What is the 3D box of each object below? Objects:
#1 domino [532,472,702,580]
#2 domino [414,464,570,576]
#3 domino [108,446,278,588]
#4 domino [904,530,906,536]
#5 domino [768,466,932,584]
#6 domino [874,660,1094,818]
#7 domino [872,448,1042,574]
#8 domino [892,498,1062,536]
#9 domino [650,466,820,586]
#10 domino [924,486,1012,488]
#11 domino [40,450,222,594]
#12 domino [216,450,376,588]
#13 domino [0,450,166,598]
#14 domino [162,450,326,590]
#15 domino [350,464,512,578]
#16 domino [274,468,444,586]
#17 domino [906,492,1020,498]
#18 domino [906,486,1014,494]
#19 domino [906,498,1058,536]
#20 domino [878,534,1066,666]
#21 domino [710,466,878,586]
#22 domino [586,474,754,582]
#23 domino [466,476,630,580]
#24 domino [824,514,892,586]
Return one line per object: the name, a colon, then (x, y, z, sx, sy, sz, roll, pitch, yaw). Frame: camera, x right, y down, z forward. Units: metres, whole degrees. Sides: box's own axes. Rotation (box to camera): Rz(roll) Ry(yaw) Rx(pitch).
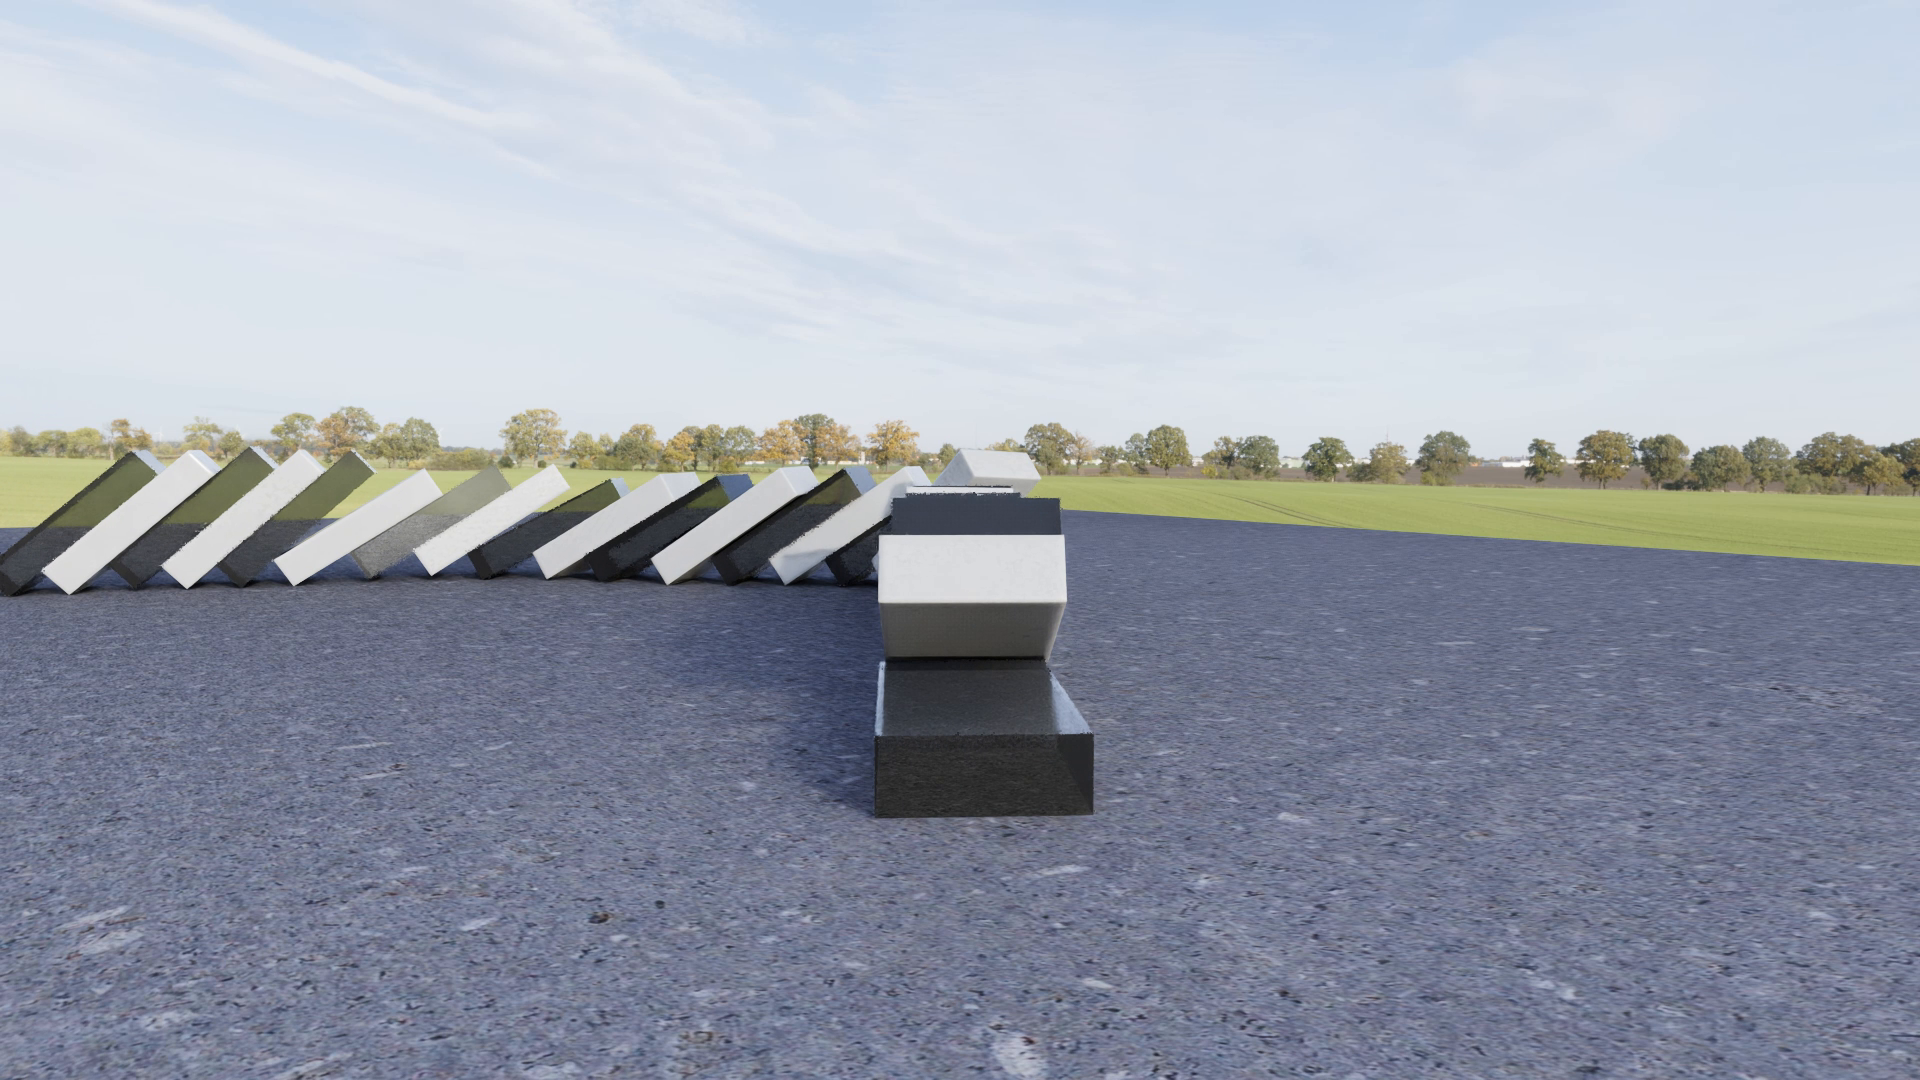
domino: (-0.107, -0.005, 0.406, 0.050, 0.010, 0.025, -29, -2, 13)
domino: (-0.151, -0.007, 0.417, 0.050, 0.009, 0.025, -35, 11, -16)
domino: (-0.229, -0.008, 0.385, 0.050, 0.009, 0.025, -45, 19, -14)
domino: (0.000, 0.006, 0.280, 0.025, 0.010, 0.050, 0, -22, -5)
domino: (-0.032, -0.005, 0.393, 0.050, 0.010, 0.025, -33, -2, 9)
domino: (0.002, 0.025, 0.171, 0.025, 0.010, 0.050, 0, 4, -3)
domino: (-0.002, -0.006, 0.367, 0.025, 0.010, 0.050, 0, -38, -42)
domino: (0.002, 0.009, 0.213, 0.025, 0.010, 0.050, 0, -26, -2)
domino: (-0.068, -0.005, 0.393, 0.050, 0.010, 0.025, -33, -3, 13)
domino: (-0.003, 0.001, 0.342, 0.025, 0.009, 0.050, -1, -24, -11)
domino: (-0.242, -0.006, 0.378, 0.050, 0.009, 0.025, -45, 19, -14)
domino: (-0.203, -0.007, 0.395, 0.050, 0.009, 0.025, -45, 19, -14)
domino: (-0.255, -0.006, 0.372, 0.050, 0.009, 0.025, -45, 19, -14)
domino: (-0.217, -0.007, 0.391, 0.050, 0.009, 0.025, -46, 19, -14)
domino: (-0.168, -0.006, 0.410, 0.050, 0.009, 0.025, -35, 12, -17)
domino: (-0.187, -0.005, 0.401, 0.050, 0.010, 0.025, -36, 16, -17)
domino: (-0.001, 0.004, 0.301, 0.025, 0.010, 0.050, 0, -24, -5)
domino: (-0.002, 0.002, 0.320, 0.025, 0.009, 0.050, 1, -24, -5)
domino: (0.002, 0.008, 0.234, 0.025, 0.010, 0.050, 0, -26, -3)
domino: (0.001, 0.013, 0.195, 0.025, 0.010, 0.050, 0, -21, -1)
domino: (-0.050, -0.005, 0.393, 0.050, 0.009, 0.025, -33, -2, 11)
domino: (-0.089, -0.004, 0.401, 0.050, 0.010, 0.025, -29, -2, 13)
domino: (-0.131, -0.004, 0.415, 0.050, 0.009, 0.025, -28, 7, -4)
domino: (-0.015, -0.004, 0.388, 0.050, 0.010, 0.025, -33, -4, 12)
